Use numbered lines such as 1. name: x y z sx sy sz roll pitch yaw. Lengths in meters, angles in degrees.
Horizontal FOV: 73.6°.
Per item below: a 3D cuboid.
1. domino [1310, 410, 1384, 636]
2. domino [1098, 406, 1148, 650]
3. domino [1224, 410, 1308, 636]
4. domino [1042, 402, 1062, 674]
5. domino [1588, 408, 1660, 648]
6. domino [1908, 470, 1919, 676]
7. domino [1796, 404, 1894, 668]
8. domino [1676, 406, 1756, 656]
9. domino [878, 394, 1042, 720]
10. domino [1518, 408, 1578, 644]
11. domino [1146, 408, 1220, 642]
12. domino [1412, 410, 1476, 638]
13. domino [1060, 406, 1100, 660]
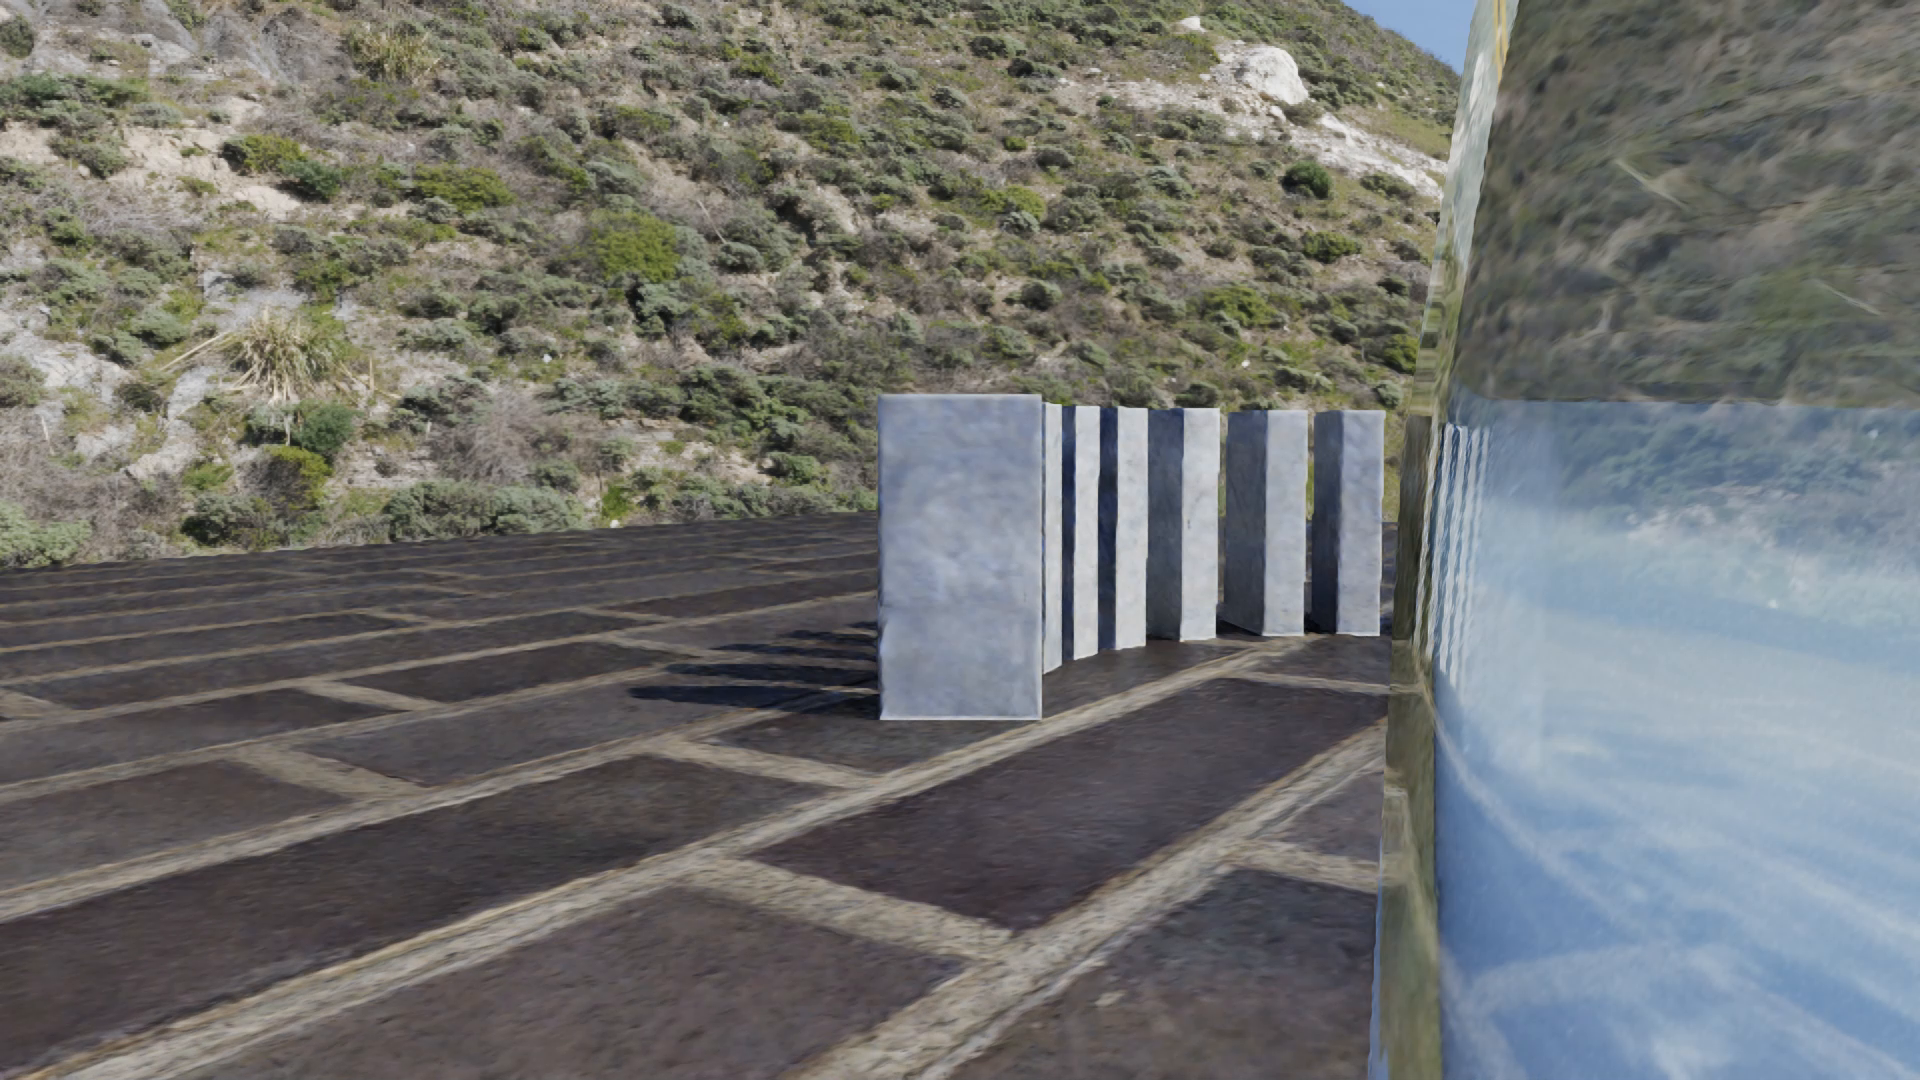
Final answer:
1. domino: 0.089 -0.005 0.296 0.009 0.050 0.025 0 4 2
2. domino: 0.028 -0.003 0.276 0.009 0.050 0.025 -4 6 -41
3. domino: 0.070 -0.005 0.296 0.010 0.050 0.025 -1 4 -8
4. domino: 0.006 -0.001 0.246 0.025 0.050 0.010 2 5 23
5. domino: 0.144 -0.003 0.278 0.010 0.050 0.025 3 5 33
6. domino: 0.188 0.000 0.240 0.025 0.050 0.010 -4 6 -41
7. domino: 0.175 -0.001 0.254 0.025 0.050 0.009 -4 6 -45
8. domino: 0.158 -0.003 0.268 0.009 0.050 0.025 3 5 37
9. domino: 0.000 0.002 0.201 0.025 0.050 0.010 0 4 0
10. domino: 0.131 -0.004 0.286 0.009 0.050 0.025 2 5 27
11. domino: 0.046 -0.004 0.288 0.009 0.050 0.025 -2 5 -26
12. domino: 0.111 -0.004 0.293 0.009 0.050 0.025 1 4 14
13. domino: 0.015 -0.002 0.262 0.025 0.050 0.010 3 5 35
